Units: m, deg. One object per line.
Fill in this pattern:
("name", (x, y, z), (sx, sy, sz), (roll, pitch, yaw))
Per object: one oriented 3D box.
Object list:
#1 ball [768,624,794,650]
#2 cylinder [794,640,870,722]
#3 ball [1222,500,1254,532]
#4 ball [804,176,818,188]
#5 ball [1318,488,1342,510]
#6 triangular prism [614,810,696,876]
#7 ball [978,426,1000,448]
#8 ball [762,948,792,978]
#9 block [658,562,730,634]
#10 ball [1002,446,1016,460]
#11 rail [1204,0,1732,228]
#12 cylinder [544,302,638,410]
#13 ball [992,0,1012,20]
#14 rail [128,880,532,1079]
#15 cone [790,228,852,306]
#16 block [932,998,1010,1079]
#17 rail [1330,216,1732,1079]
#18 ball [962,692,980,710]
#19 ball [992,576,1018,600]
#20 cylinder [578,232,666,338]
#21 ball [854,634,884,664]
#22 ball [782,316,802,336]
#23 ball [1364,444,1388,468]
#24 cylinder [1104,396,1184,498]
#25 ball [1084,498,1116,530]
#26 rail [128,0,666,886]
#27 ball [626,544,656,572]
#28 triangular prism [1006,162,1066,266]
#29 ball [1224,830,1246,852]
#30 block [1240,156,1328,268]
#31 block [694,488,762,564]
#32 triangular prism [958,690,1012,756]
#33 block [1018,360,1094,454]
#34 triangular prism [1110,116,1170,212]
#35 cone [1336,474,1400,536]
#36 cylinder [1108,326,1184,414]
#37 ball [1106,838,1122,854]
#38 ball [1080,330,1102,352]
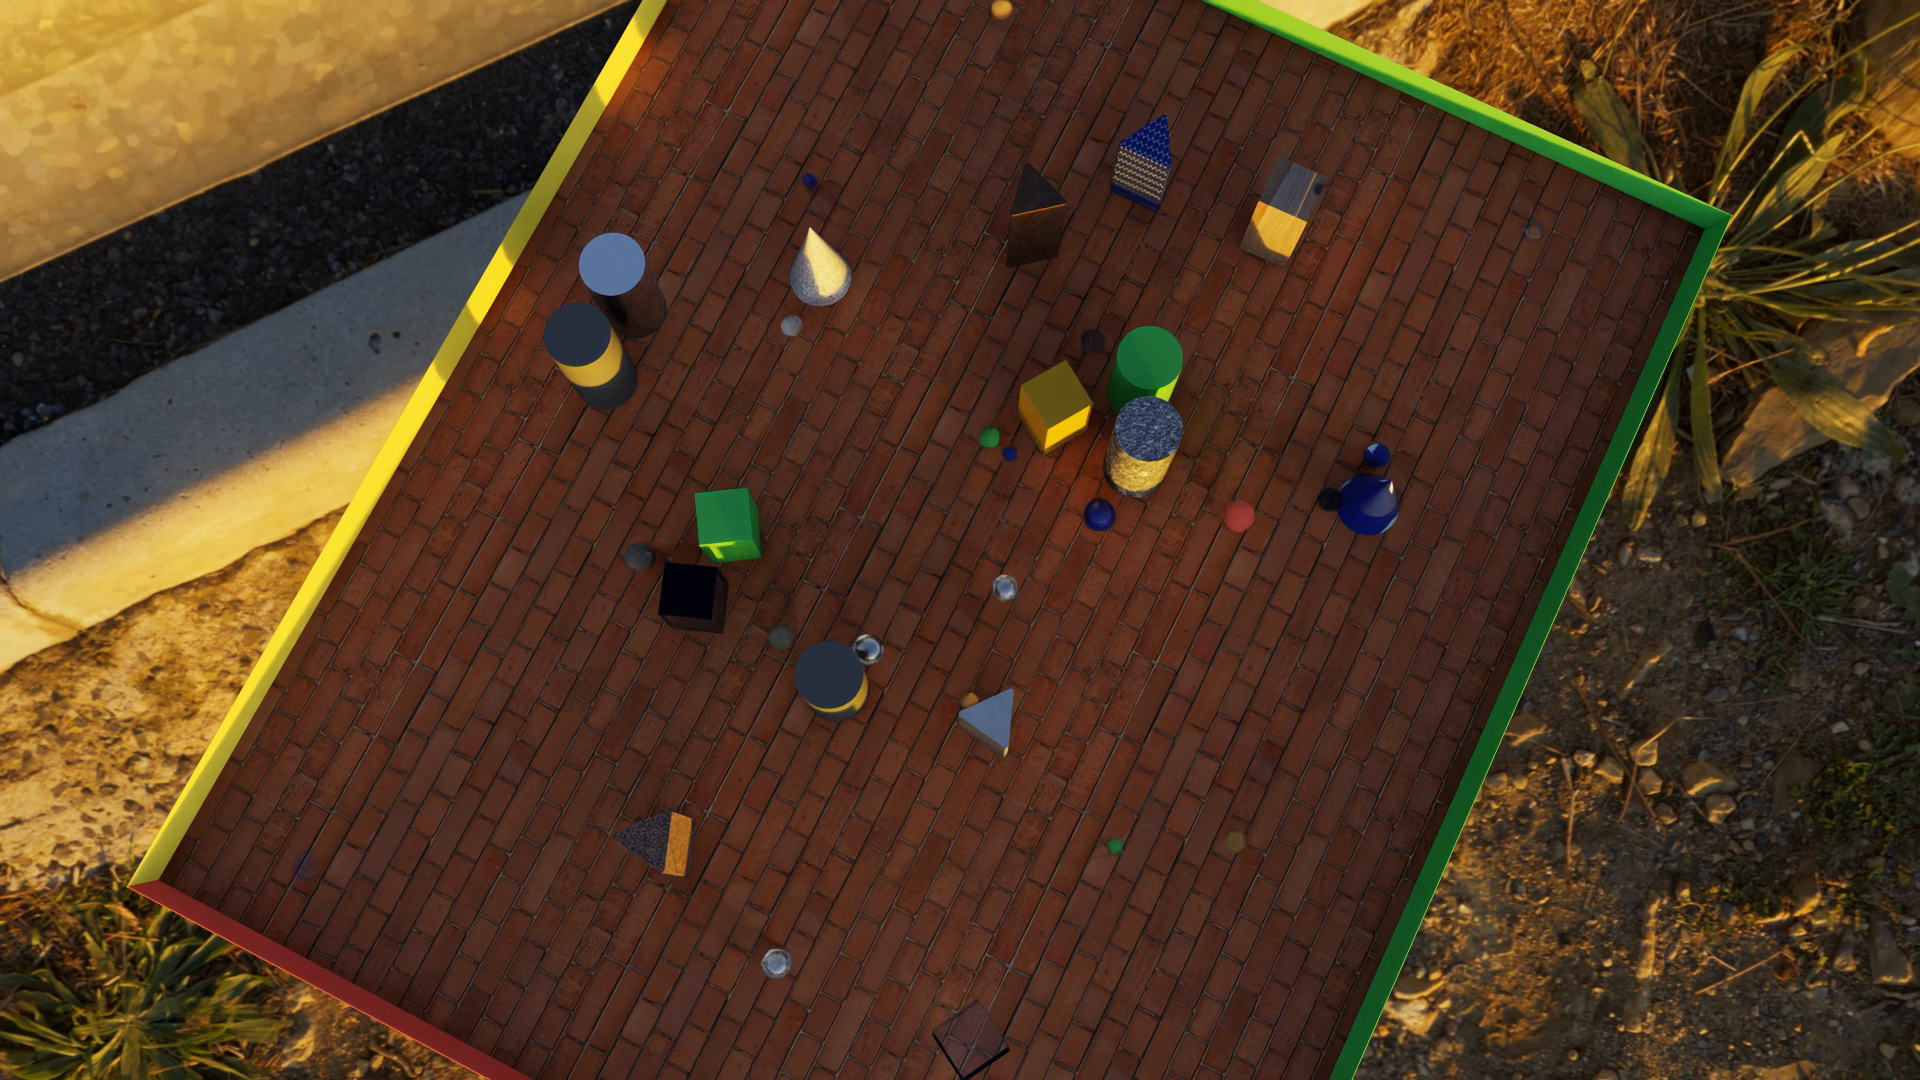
("ball", (-0.537, 0.290, 5.516), (0.079, 0.079, 0.079), (0, 78, 0))
("cylinder", (-0.371, 0.416, 5.358), (0.195, 0.338, 0.195), (0, 78, 0))
("ball", (0.848, -0.075, 5.583), (0.096, 0.096, 0.096), (0, 78, 0))
("ball", (-0.476, -1.139, 5.830), (0.043, 0.043, 0.043), (0, 78, 0))
("ball", (1.132, -0.125, 5.607), (0.069, 0.069, 0.069), (0, 78, 0))
("triangular prism", (-0.829, 0.840, 5.202), (0.169, 0.471, 0.146), (35, 80, 7))
("ball", (0.090, -0.319, 5.648), (0.068, 0.068, 0.068), (0, 78, 0))
("ball", (-0.532, 1.229, 5.319), (0.084, 0.084, 0.084), (0, 78, 0))
("block", (-0.789, 0.174, 5.446), (0.156, 0.264, 0.156), (6, 78, 1))
("ball", (0.152, -0.268, 5.650), (0.043, 0.043, 0.043), (0, 78, 0))
("rail", (0.880, -1.717, 5.906), (3.378, 0.127, 0.045), (26, 80, 5))
("cylinder", (-1.103, -0.547, 5.500), (0.195, 0.449, 0.195), (0, 78, 0))
("ball", (0.137, -1.719, 5.938), (0.068, 0.068, 0.068), (0, 78, 0))
("rail", (-0.880, 1.731, 5.193), (3.378, 0.127, 0.045), (26, 80, 5))
("cone", (-0.440, -0.874, 5.580), (0.195, 0.425, 0.195), (0, 78, 0))
("block", (0.030, 1.413, 5.184), (0.156, 0.274, 0.156), (-33, 80, -6))
("rail", (1.490, 0.736, 5.399), (0.045, 0.127, 3.984), (26, 80, 5))
("ball", (0.032, 0.484, 5.491), (0.051, 0.051, 0.051), (0, 78, 0))
("ball", (0.136, 0.146, 5.548), (0.076, 0.076, 0.076), (0, 78, 0))
("cylinder", (-1.020, -0.768, 5.569), (0.195, 0.405, 0.195), (0, 78, 0))
("ball", (-0.274, 0.328, 5.501), (0.092, 0.092, 0.092), (0, 78, 0))
("ball", (-0.523, -0.670, 5.723), (0.064, 0.064, 0.064), (0, 78, 0))
("ball", (1.278, -0.257, 5.631), (0.076, 0.076, 0.076), (0, 78, 0))
("cylinder", (0.539, -0.271, 5.444), (0.195, 0.449, 0.195), (0, 78, 0))
("ball", (0.425, -0.079, 5.583), (0.097, 0.097, 0.097), (0, 78, 0))
("rail", (-1.490, -0.723, 5.700), (0.045, 0.127, 3.984), (26, 80, 5))
("ball", (-0.968, 0.054, 5.560), (0.088, 0.088, 0.088), (0, 78, 0))
("triangular prism", (0.214, -0.996, 5.597), (0.169, 0.443, 0.146), (-13, 79, -3))
("ball", (0.811, 0.887, 5.401), (0.063, 0.063, 0.063), (0, 78, 0))
("block", (0.989, -1.002, 5.627), (0.156, 0.386, 0.156), (25, 79, 5))
("block", (-0.690, -0.041, 5.481), (0.156, 0.281, 0.156), (-6, 78, -1))
("triangular prism", (0.107, 0.513, 5.357), (0.169, 0.300, 0.146), (35, 80, 7))
("block", (0.286, -0.397, 5.541), (0.156, 0.308, 0.156), (-30, 80, -6))
("triangular prism", (0.587, -1.181, 5.681), (0.169, 0.352, 0.146), (26, 80, 5))
("cone", (1.255, -0.142, 5.483), (0.195, 0.319, 0.195), (0, 78, 0))
("cylinder", (0.556, -0.497, 5.536), (0.195, 0.359, 0.195), (0, 78, 0))
("ball", (0.456, 0.903, 5.406), (0.046, 0.046, 0.046), (0, 78, 0))
("ball", (0.410, -0.618, 5.709), (0.070, 0.070, 0.070), (0, 78, 0))
